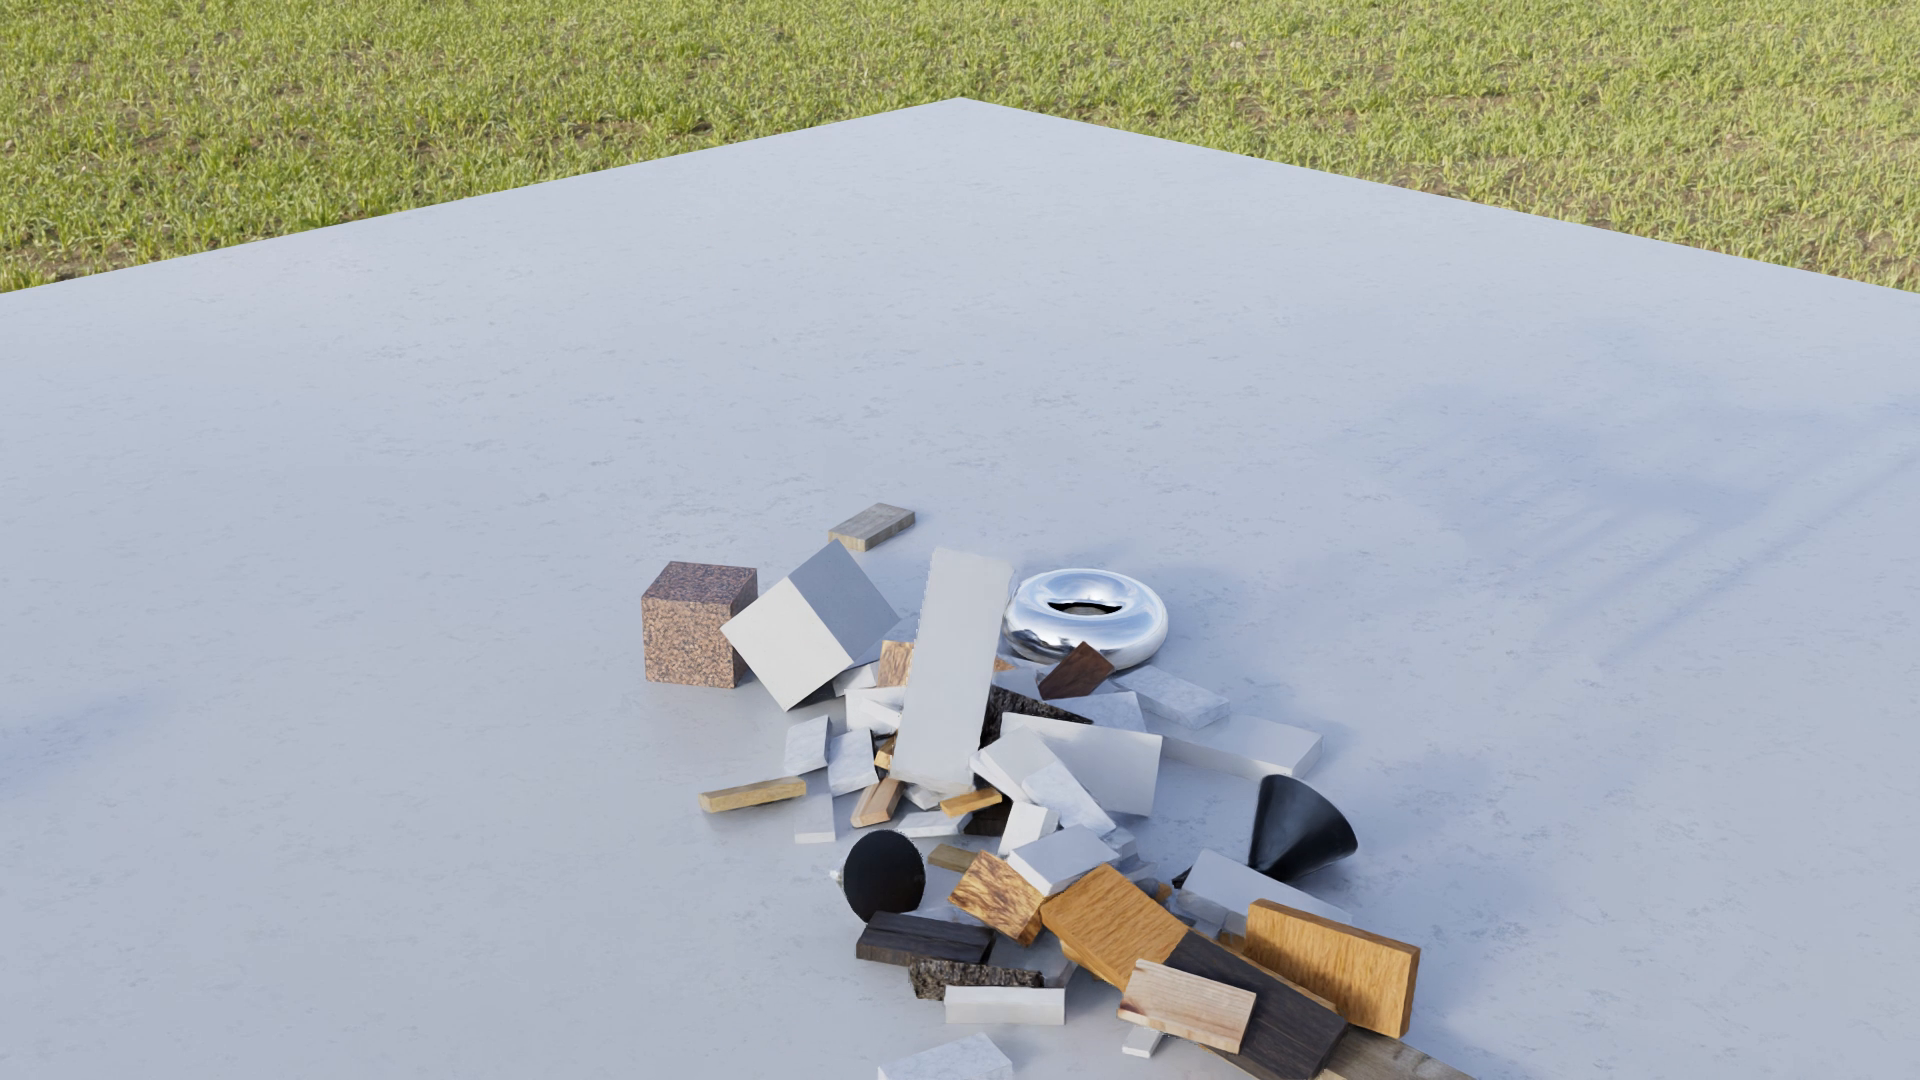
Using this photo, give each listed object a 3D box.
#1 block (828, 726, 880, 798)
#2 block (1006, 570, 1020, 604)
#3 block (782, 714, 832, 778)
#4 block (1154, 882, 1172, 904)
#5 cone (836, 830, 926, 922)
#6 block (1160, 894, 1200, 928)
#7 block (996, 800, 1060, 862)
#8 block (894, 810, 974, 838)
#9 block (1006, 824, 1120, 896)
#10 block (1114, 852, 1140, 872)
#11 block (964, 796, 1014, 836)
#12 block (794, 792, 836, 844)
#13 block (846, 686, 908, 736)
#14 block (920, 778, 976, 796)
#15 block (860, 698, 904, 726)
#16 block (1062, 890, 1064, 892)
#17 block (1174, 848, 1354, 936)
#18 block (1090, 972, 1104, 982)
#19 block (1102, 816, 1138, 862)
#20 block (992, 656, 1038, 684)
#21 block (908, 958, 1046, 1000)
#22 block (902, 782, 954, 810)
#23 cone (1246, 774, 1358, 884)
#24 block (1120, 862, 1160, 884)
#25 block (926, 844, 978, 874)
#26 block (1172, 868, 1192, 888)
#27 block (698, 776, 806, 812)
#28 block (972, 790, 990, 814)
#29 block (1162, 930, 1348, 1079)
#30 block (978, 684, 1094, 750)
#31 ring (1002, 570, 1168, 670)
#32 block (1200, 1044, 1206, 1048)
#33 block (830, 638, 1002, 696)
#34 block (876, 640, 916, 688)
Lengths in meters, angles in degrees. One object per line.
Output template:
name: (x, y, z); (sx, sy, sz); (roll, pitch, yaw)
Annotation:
block: (-0.226, 0.462, 4.598); (0.099, 0.028, 0.199); (-19, 23, 2)
block: (0.024, 0.151, 5.223); (0.236, 0.033, 0.118); (-23, 16, 20)
block: (-0.322, 0.436, 4.661); (0.091, 0.026, 0.183); (-18, 22, 8)
block: (0.336, 0.659, 4.151); (0.061, 0.017, 0.121); (-27, 25, -33)
cone: (-0.190, 0.640, 4.150); (0.179, 0.179, 0.179); (-17, 2, -35)
block: (0.413, 0.691, 4.111); (0.121, 0.017, 0.061); (13, 26, 29)
block: (0.109, 0.598, 4.064); (0.031, 0.220, 0.110); (24, -11, -31)
block: (-0.052, 0.562, 4.359); (0.140, 0.020, 0.070); (-8, 18, 28)
block: (0.187, 0.574, 3.953); (0.101, 0.029, 0.203); (38, 31, 29)
block: (0.277, 0.619, 4.193); (0.066, 0.019, 0.131); (-21, 1, -36)
block: (0.129, 0.547, 4.336); (0.237, 0.034, 0.118); (-3, 16, 43)
block: (-0.293, 0.558, 4.417); (0.079, 0.022, 0.157); (-2, 23, -5)
block: (-0.144, 0.368, 4.733); (0.199, 0.099, 0.028); (-5, -11, 9)
block: (-0.044, 0.455, 4.484); (0.110, 0.031, 0.221); (15, 16, -16)
block: (-0.114, 0.374, 4.603); (0.101, 0.029, 0.202); (15, 1, -36)
block: (0.171, 0.652, 4.038); (0.025, 0.087, 0.174); (-24, 17, -26)
block: (0.556, 0.676, 4.013); (0.299, 0.042, 0.149); (23, 29, 13)
block: (0.302, 0.740, 3.917); (0.138, 0.020, 0.069); (-18, 25, 17)
block: (0.217, 0.546, 4.164); (0.118, 0.034, 0.237); (-22, 32, -26)
block: (0.089, 0.303, 4.890); (0.080, 0.023, 0.160); (-17, 28, -34)
block: (0.032, 0.770, 3.805); (0.226, 0.113, 0.032); (4, 59, 10)
block: (-0.068, 0.512, 4.476); (0.070, 0.020, 0.140); (-17, 14, -19)
cone: (0.602, 0.607, 4.201); (0.224, 0.224, 0.224); (21, 57, 40)
block: (0.318, 0.625, 4.131); (0.066, 0.019, 0.131); (-21, 0, -22)
block: (-0.002, 0.623, 4.273); (0.112, 0.016, 0.056); (12, 25, 26)
block: (0.466, 0.645, 4.165); (0.061, 0.017, 0.121); (-26, 16, -37)
block: (-0.422, 0.516, 4.462); (0.200, 0.028, 0.100); (-9, 2, -20)
block: (0.002, 0.524, 4.448); (0.070, 0.020, 0.140); (-17, 14, -16)
block: (0.465, 0.780, 3.620); (0.304, 0.043, 0.152); (27, 54, 25)
block: (0.093, 0.393, 4.496); (0.324, 0.162, 0.046); (20, -10, -2)
ring: (0.291, 0.186, 5.157); (0.396, 0.132, 0.396); (1, 23, 0)
block: (0.438, 0.822, 3.796); (0.074, 0.021, 0.148); (-3, 23, -6)
block: (-0.099, 0.268, 4.960); (0.354, 0.050, 0.177); (-17, -2, -35)
block: (-0.129, 0.322, 4.768); (0.099, 0.199, 0.028); (5, -10, 11)
